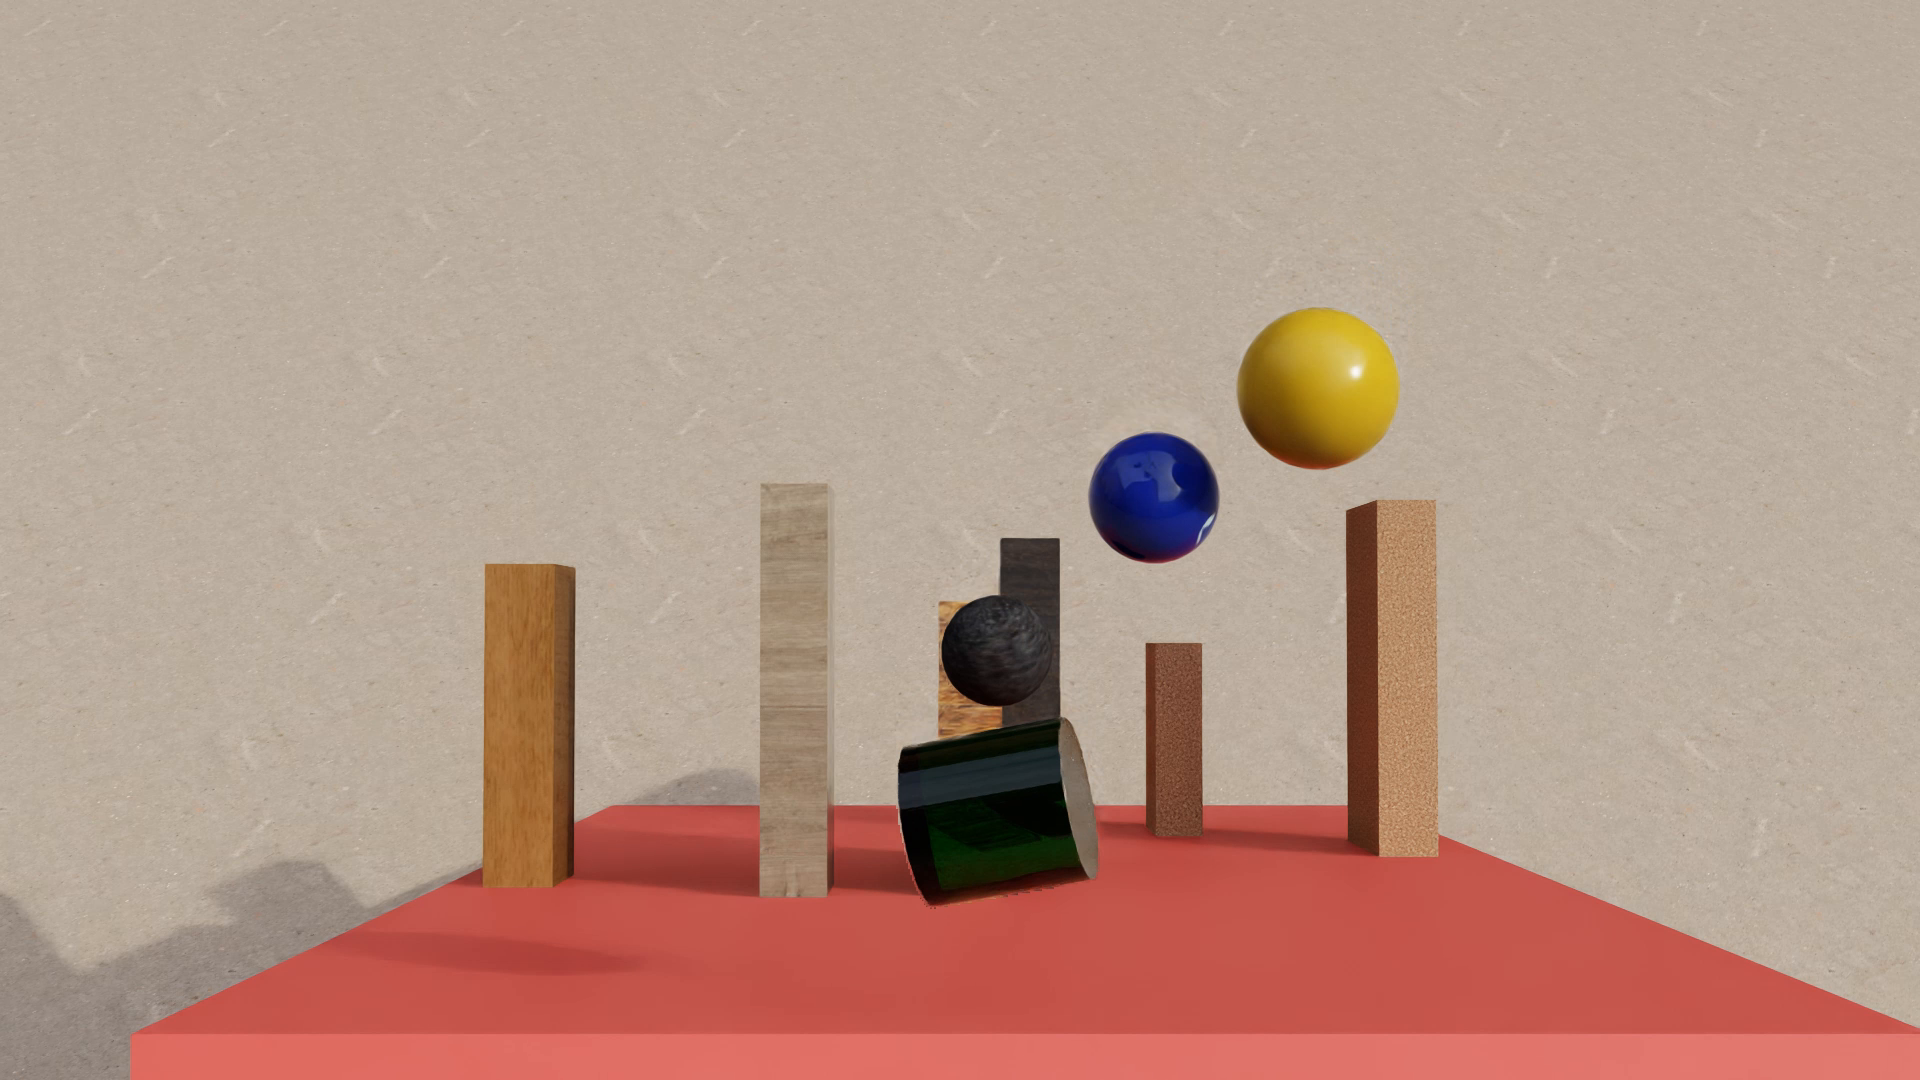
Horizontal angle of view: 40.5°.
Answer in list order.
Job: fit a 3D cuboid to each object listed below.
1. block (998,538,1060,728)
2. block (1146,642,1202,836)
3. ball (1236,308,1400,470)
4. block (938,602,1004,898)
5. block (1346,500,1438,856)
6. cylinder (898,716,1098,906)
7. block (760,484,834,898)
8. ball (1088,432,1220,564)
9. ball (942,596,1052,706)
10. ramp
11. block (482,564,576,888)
[{"bbox_3d":[0.132,0.315,4.994,0.111,0.628,0.249,0,-2,0],"label":"block"},{"bbox_3d":[0.489,0.451,5.959,0.104,0.431,0.312,0,-2,0],"label":"block"},{"bbox_3d":[0.363,-0.153,2.634,0.164,0.164,0.164,0,36,0],"label":"ball"},{"bbox_3d":[0.019,0.365,4.650,0.110,0.502,0.430,0,-2,0],"label":"block"},{"bbox_3d":[0.905,0.287,5.469,0.119,0.721,0.427,0,-2,0],"label":"block"},{"bbox_3d":[0.047,0.321,3.068,0.193,0.193,0.193,-11,35,11],"label":"cylinder"},{"bbox_3d":[-0.283,0.260,4.558,0.115,0.705,0.251,0,-2,0],"label":"block"},{"bbox_3d":[0.207,-0.045,2.765,0.140,0.140,0.140,0,36,0],"label":"ball"},{"bbox_3d":[0.047,0.143,3.344,0.143,0.143,0.143,0,36,0],"label":"ball"},{"bbox_3d":[0.079,0.675,4.883,2.000,0.100,4.000,0,-2,0],"label":"ramp"},{"bbox_3d":[-0.782,0.333,4.735,0.124,0.573,0.254,0,-2,0],"label":"block"}]
